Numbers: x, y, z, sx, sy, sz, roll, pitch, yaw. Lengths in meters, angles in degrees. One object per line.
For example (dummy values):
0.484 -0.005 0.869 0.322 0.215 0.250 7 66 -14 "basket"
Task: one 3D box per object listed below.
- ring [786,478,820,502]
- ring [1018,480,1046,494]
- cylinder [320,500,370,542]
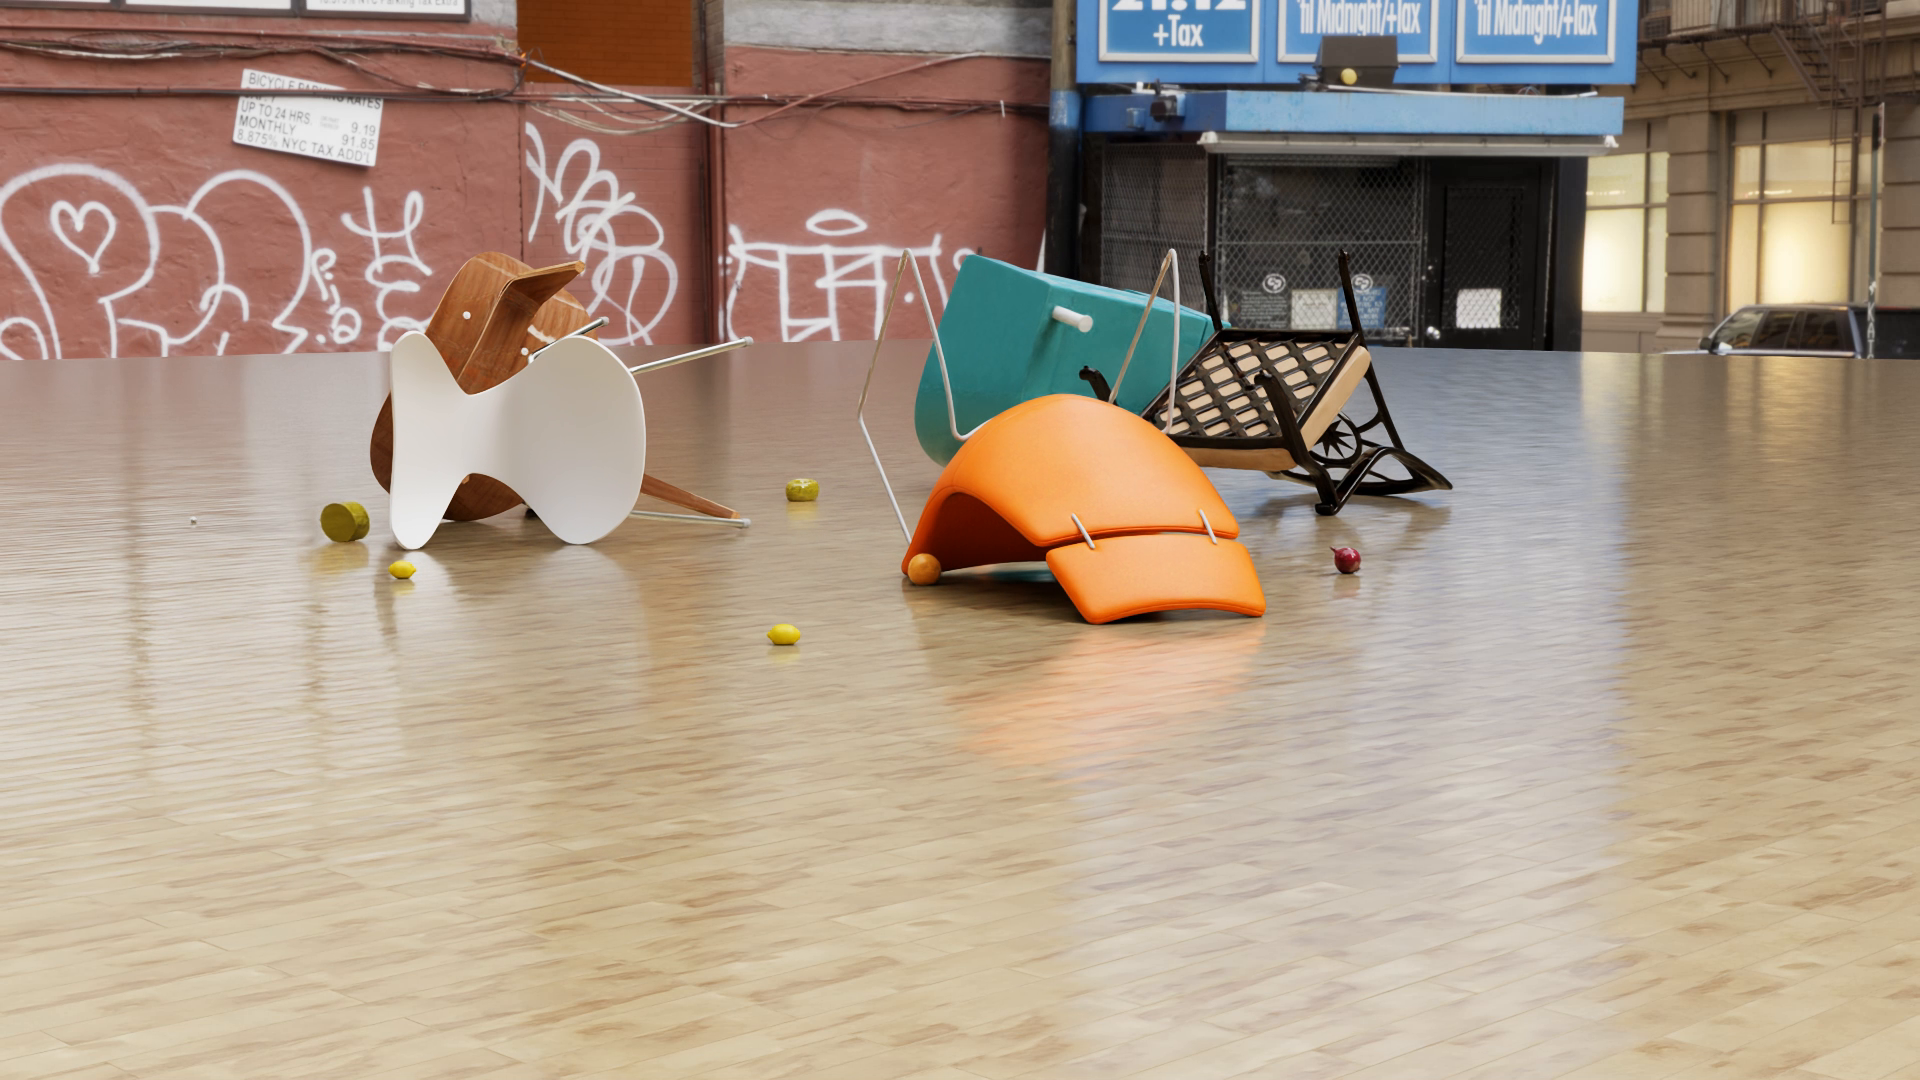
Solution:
-0.463 -0.145 7.537 0.085 0.058 0.125 11 14 31 "ring"
0.216 -0.160 7.762 0.087 0.042 0.080 7 3 27 "ring"
-1.529 -0.046 6.380 0.105 0.094 0.065 40 18 14 "cylinder"
